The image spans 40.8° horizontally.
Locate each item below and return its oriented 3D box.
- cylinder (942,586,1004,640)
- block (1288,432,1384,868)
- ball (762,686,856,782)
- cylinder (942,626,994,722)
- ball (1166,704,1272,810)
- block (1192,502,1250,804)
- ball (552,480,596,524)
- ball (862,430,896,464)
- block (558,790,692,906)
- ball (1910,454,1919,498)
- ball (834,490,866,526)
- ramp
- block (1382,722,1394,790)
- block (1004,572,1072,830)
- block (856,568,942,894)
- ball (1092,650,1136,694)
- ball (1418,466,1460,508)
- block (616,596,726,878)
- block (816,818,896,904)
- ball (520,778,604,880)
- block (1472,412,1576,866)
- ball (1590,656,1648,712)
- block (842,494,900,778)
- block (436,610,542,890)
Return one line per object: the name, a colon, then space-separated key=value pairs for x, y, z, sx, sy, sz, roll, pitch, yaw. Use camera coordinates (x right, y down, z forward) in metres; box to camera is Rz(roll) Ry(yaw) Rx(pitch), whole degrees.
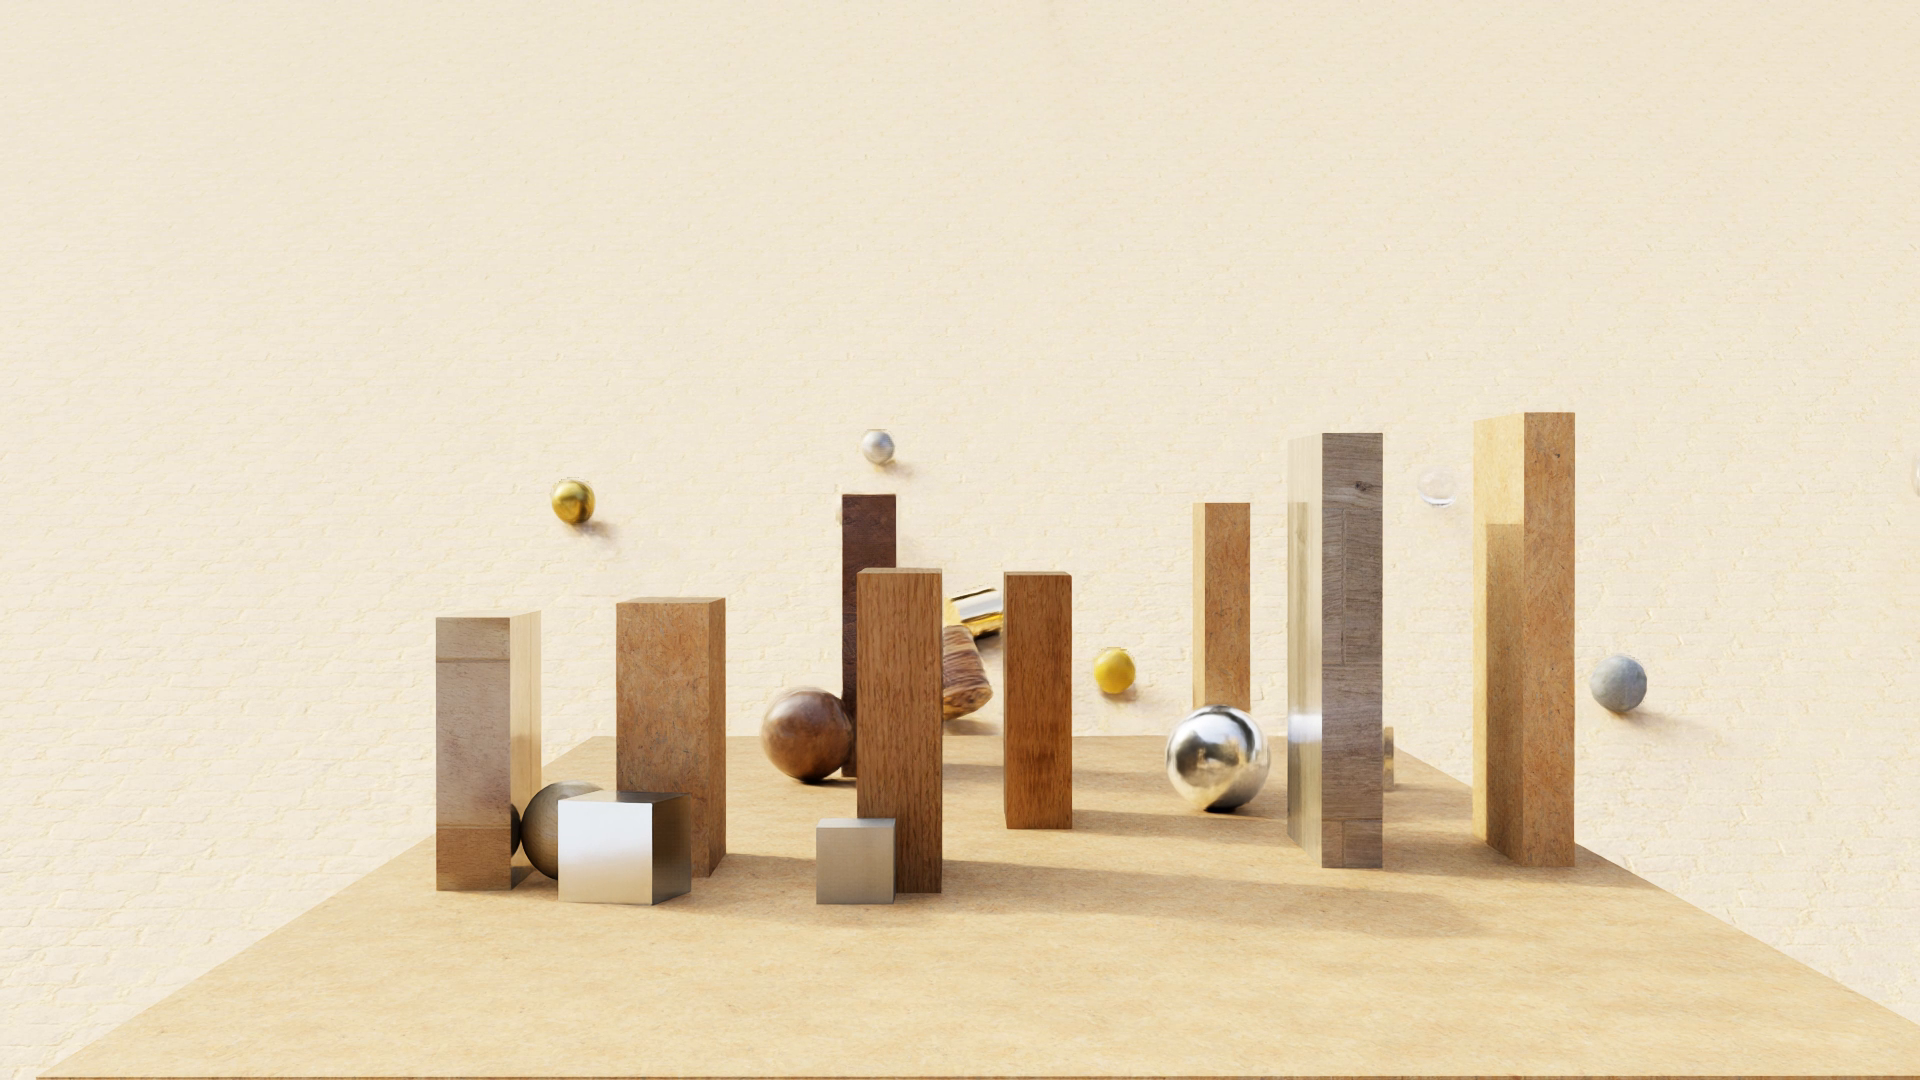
cylinder: x=0.038 y=0.211 z=7.194 sx=0.138 sy=0.138 sz=0.138 roll=-14 pitch=31 yaw=-25
block: x=0.629 y=0.175 z=4.357 sx=0.098 sy=0.698 sz=0.431 roll=0 pitch=1 yaw=0
ball: x=-0.323 y=0.413 z=5.502 sx=0.200 sy=0.200 sz=0.200 roll=0 pitch=28 yaw=0
cylinder: x=-0.031 y=0.352 z=6.805 sx=0.186 sy=0.186 sz=0.186 roll=-12 pitch=65 yaw=-21
ball: x=0.495 y=0.417 z=4.952 sx=0.203 sy=0.203 sz=0.203 roll=0 pitch=28 yaw=0
block: x=0.523 y=0.220 z=5.181 sx=0.089 sy=0.590 sz=0.260 roll=0 pitch=1 yaw=0
ball: x=-1.166 y=-0.114 z=7.801 sx=0.135 sy=0.135 sz=0.135 roll=0 pitch=28 yaw=0
ball: x=-0.259 y=-0.293 z=8.161 sx=0.108 sy=0.108 sz=0.108 roll=0 pitch=28 yaw=0
block: x=-0.497 y=0.456 z=3.839 sx=0.148 sy=0.148 sz=0.148 roll=0 pitch=1 yaw=17
ball: x=3.006 y=-0.197 z=7.882 sx=0.204 sy=0.204 sz=0.204 roll=0 pitch=28 yaw=0
ball: x=-0.317 y=-0.088 z=7.764 sx=0.124 sy=0.124 sz=0.124 roll=0 pitch=28 yaw=0
ramp: x=0.064 y=0.572 z=4.614 sx=2.000 sy=0.100 sz=4.000 roll=0 pitch=1 yaw=0
block: x=0.833 y=0.448 z=5.383 sx=0.130 sy=0.130 sz=0.130 roll=0 pitch=1 yaw=5
block: x=0.143 y=0.291 z=4.819 sx=0.118 sy=0.458 sz=0.329 roll=0 pitch=1 yaw=0
block: x=-0.092 y=0.288 z=4.064 sx=0.126 sy=0.480 sz=0.386 roll=0 pitch=1 yaw=0
ball: x=0.416 y=0.354 z=6.950 sx=0.117 sy=0.117 sz=0.117 roll=0 pitch=28 yaw=0
ball: x=1.465 y=-0.161 z=7.897 sx=0.127 sy=0.127 sz=0.127 roll=0 pitch=28 yaw=0
block: x=-0.465 y=0.312 z=4.188 sx=0.145 sy=0.429 sz=0.295 roll=0 pitch=1 yaw=0
block: x=-0.153 y=0.474 z=3.817 sx=0.112 sy=0.112 sz=0.112 roll=0 pitch=1 yaw=1
ball: x=-0.599 y=0.449 z=3.992 sx=0.159 sy=0.159 sz=0.159 roll=0 pitch=28 yaw=0
block: x=0.947 y=0.158 z=4.359 sx=0.083 sy=0.731 sz=0.407 roll=0 pitch=1 yaw=0
ball: x=1.749 y=0.382 z=6.863 sx=0.150 sy=0.150 sz=0.150 roll=0 pitch=28 yaw=0
block: x=-0.196 y=0.205 z=5.759 sx=0.117 sy=0.611 sz=0.374 roll=0 pitch=1 yaw=0
block: x=-0.735 y=0.321 z=4.043 sx=0.113 sy=0.413 sz=0.290 roll=0 pitch=1 yaw=0
